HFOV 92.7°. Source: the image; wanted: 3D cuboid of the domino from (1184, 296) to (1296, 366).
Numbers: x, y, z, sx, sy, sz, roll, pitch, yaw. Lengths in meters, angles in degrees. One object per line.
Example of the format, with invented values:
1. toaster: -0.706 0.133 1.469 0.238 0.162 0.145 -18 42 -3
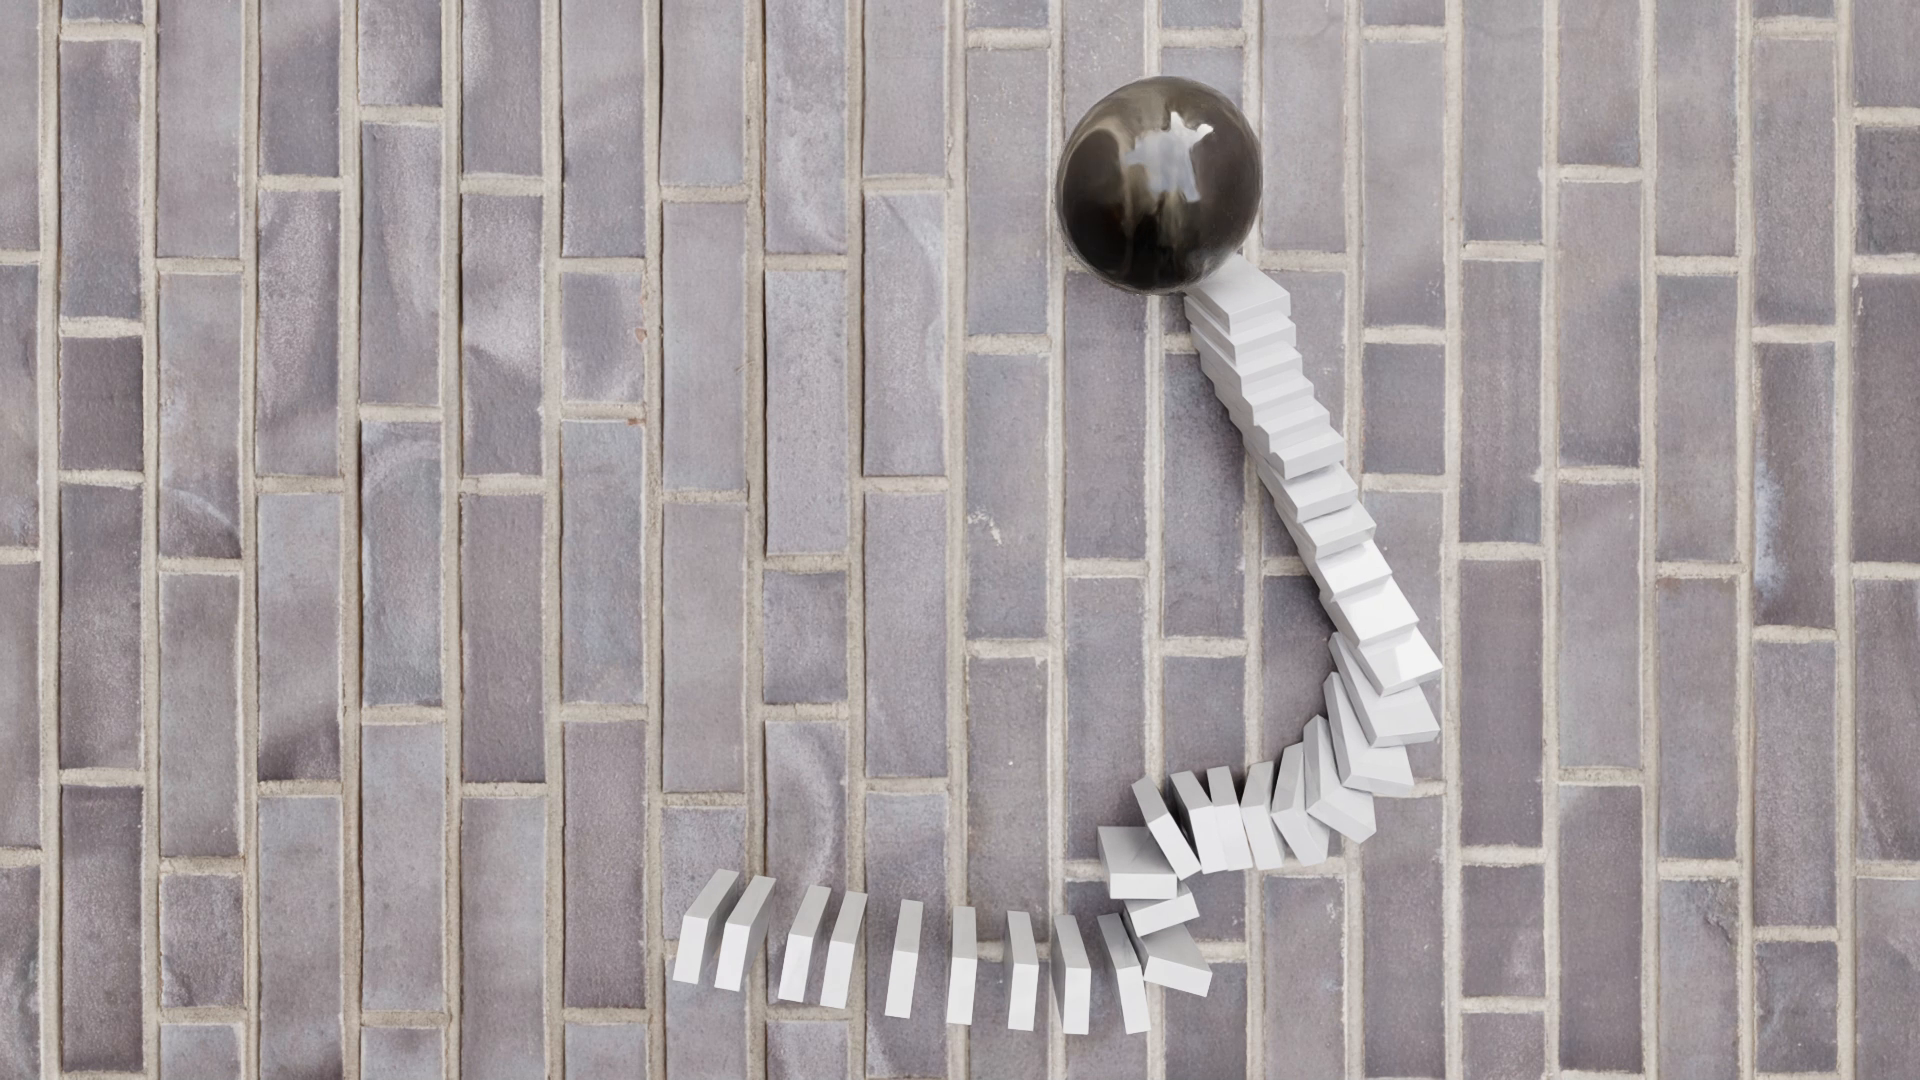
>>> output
1. domino: 0.114 -0.090 0.377 0.025 0.050 0.010 -19 128 0

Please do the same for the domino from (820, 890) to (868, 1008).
1. domino: -0.047 0.166 0.375 0.010 0.050 0.025 9 90 0

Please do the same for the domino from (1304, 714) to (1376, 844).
1. domino: 0.155 0.097 0.377 0.025 0.050 0.009 31 125 -1

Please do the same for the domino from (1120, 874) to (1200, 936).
1. domino: 0.078 0.143 0.375 0.025 0.050 0.010 -19 90 0

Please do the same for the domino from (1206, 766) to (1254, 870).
1. domino: 0.110 0.112 0.375 0.010 0.050 0.025 -13 90 13

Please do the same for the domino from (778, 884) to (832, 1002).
1. domino: -0.063 0.164 0.375 0.010 0.050 0.025 10 90 0

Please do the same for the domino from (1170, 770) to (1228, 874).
1. domino: 0.097 0.114 0.375 0.009 0.050 0.025 -13 90 5

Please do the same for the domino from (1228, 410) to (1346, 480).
1. domino: 0.133 -0.046 0.377 0.025 0.050 0.009 -19 128 0

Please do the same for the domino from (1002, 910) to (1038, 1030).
1. domino: 0.024 0.175 0.375 0.010 0.050 0.025 5 90 0

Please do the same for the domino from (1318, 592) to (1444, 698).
1. domino: 0.174 0.038 0.382 0.025 0.010 0.050 -20 55 0

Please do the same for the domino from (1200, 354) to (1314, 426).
1. domino: 0.121 -0.067 0.377 0.025 0.050 0.009 -19 128 0

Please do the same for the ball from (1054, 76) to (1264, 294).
1. ball: 0.077 -0.138 0.360 0.080 0.080 0.080 0 90 0

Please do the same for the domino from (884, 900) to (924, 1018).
1. domino: -0.022 0.170 0.375 0.009 0.050 0.025 8 90 0

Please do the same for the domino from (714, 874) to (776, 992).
1. domino: -0.087 0.159 0.375 0.009 0.050 0.025 10 90 0

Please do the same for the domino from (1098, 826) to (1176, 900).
1. domino: 0.071 0.131 0.374 0.025 0.050 0.009 0 93 3

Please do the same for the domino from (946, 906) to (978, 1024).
1. domino: 0.001 0.172 0.375 0.010 0.050 0.025 5 90 0

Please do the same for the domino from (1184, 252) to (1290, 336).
1. domino: 0.112 -0.103 0.377 0.025 0.050 0.009 -19 128 0

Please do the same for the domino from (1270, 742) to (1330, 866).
1. domino: 0.141 0.107 0.376 0.010 0.050 0.025 -30 94 31

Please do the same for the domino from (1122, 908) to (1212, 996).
1. domino: 0.083 0.167 0.375 0.025 0.050 0.010 15 90 0

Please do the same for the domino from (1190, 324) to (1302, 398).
1. domino: 0.117 -0.078 0.377 0.025 0.050 0.010 -19 128 0

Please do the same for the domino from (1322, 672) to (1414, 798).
1. domino: 0.168 0.080 0.379 0.025 0.009 0.050 10 45 0

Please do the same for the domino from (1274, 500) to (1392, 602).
1. domino: 0.155 -0.001 0.384 0.025 0.009 0.050 -20 61 0

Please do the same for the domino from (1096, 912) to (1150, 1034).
1. domino: 0.066 0.176 0.375 0.009 0.050 0.025 -9 90 0

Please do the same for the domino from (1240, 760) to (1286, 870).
1. domino: 0.125 0.112 0.375 0.010 0.050 0.025 -17 90 24

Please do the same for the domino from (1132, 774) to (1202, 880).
1. domino: 0.084 0.116 0.375 0.010 0.050 0.025 -31 90 4

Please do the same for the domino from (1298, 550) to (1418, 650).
1. domino: 0.165 0.018 0.383 0.025 0.009 0.050 -20 59 0

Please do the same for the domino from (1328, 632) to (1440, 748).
1. domino: 0.175 0.060 0.380 0.025 0.010 0.050 -7 50 0

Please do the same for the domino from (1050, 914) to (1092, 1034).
1. domino: 0.045 0.176 0.375 0.010 0.050 0.025 3 90 0

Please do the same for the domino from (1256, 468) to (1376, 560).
1. domino: 0.147 -0.018 0.381 0.025 0.009 0.050 -20 52 0

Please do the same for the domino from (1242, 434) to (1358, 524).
1. domino: 0.140 -0.031 0.380 0.025 0.009 0.050 -19 48 1

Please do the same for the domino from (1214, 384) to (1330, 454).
1. domino: 0.127 -0.056 0.377 0.025 0.050 0.009 -20 128 0

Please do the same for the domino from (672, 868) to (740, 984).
1. domino: -0.103 0.157 0.375 0.009 0.050 0.025 10 90 0
